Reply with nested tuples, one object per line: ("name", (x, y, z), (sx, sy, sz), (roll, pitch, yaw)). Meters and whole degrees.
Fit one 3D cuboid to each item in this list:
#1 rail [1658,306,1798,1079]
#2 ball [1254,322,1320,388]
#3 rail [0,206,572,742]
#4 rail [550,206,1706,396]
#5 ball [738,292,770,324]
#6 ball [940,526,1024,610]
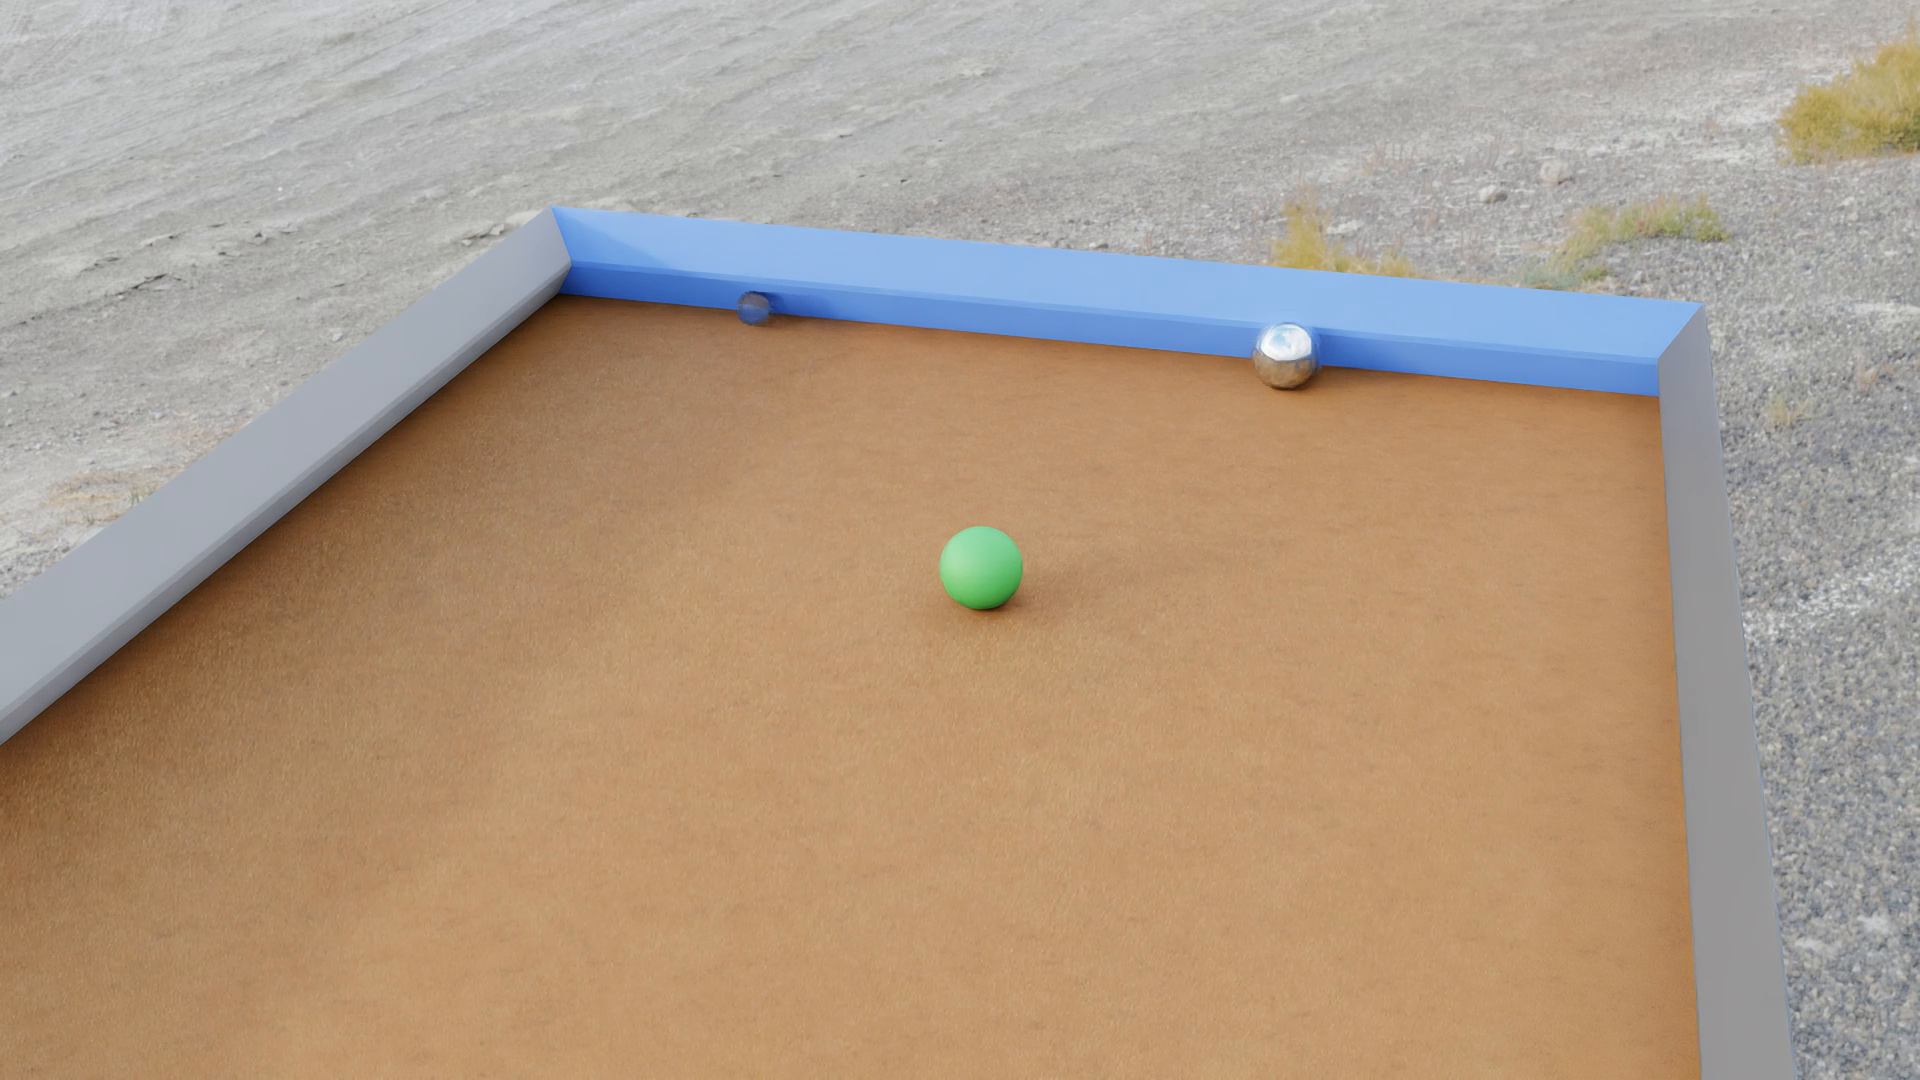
("rail", (0.513, 0.333, 1.459), (0.045, 0.118, 2.583), (7, 27, 13))
("ball", (0.389, -0.220, 2.616), (0.079, 0.079, 0.079), (0, 26, 0))
("rail", (-0.840, 0.176, 1.775), (0.045, 0.118, 2.583), (7, 27, 13))
("rail", (0.157, -0.292, 2.715), (1.446, 0.118, 0.045), (7, 27, 13))
("ball", (-0.263, -0.296, 2.812), (0.040, 0.040, 0.040), (0, 26, 0))
("ball", (0.020, 0.027, 2.119), (0.081, 0.081, 0.081), (0, 26, 0))
